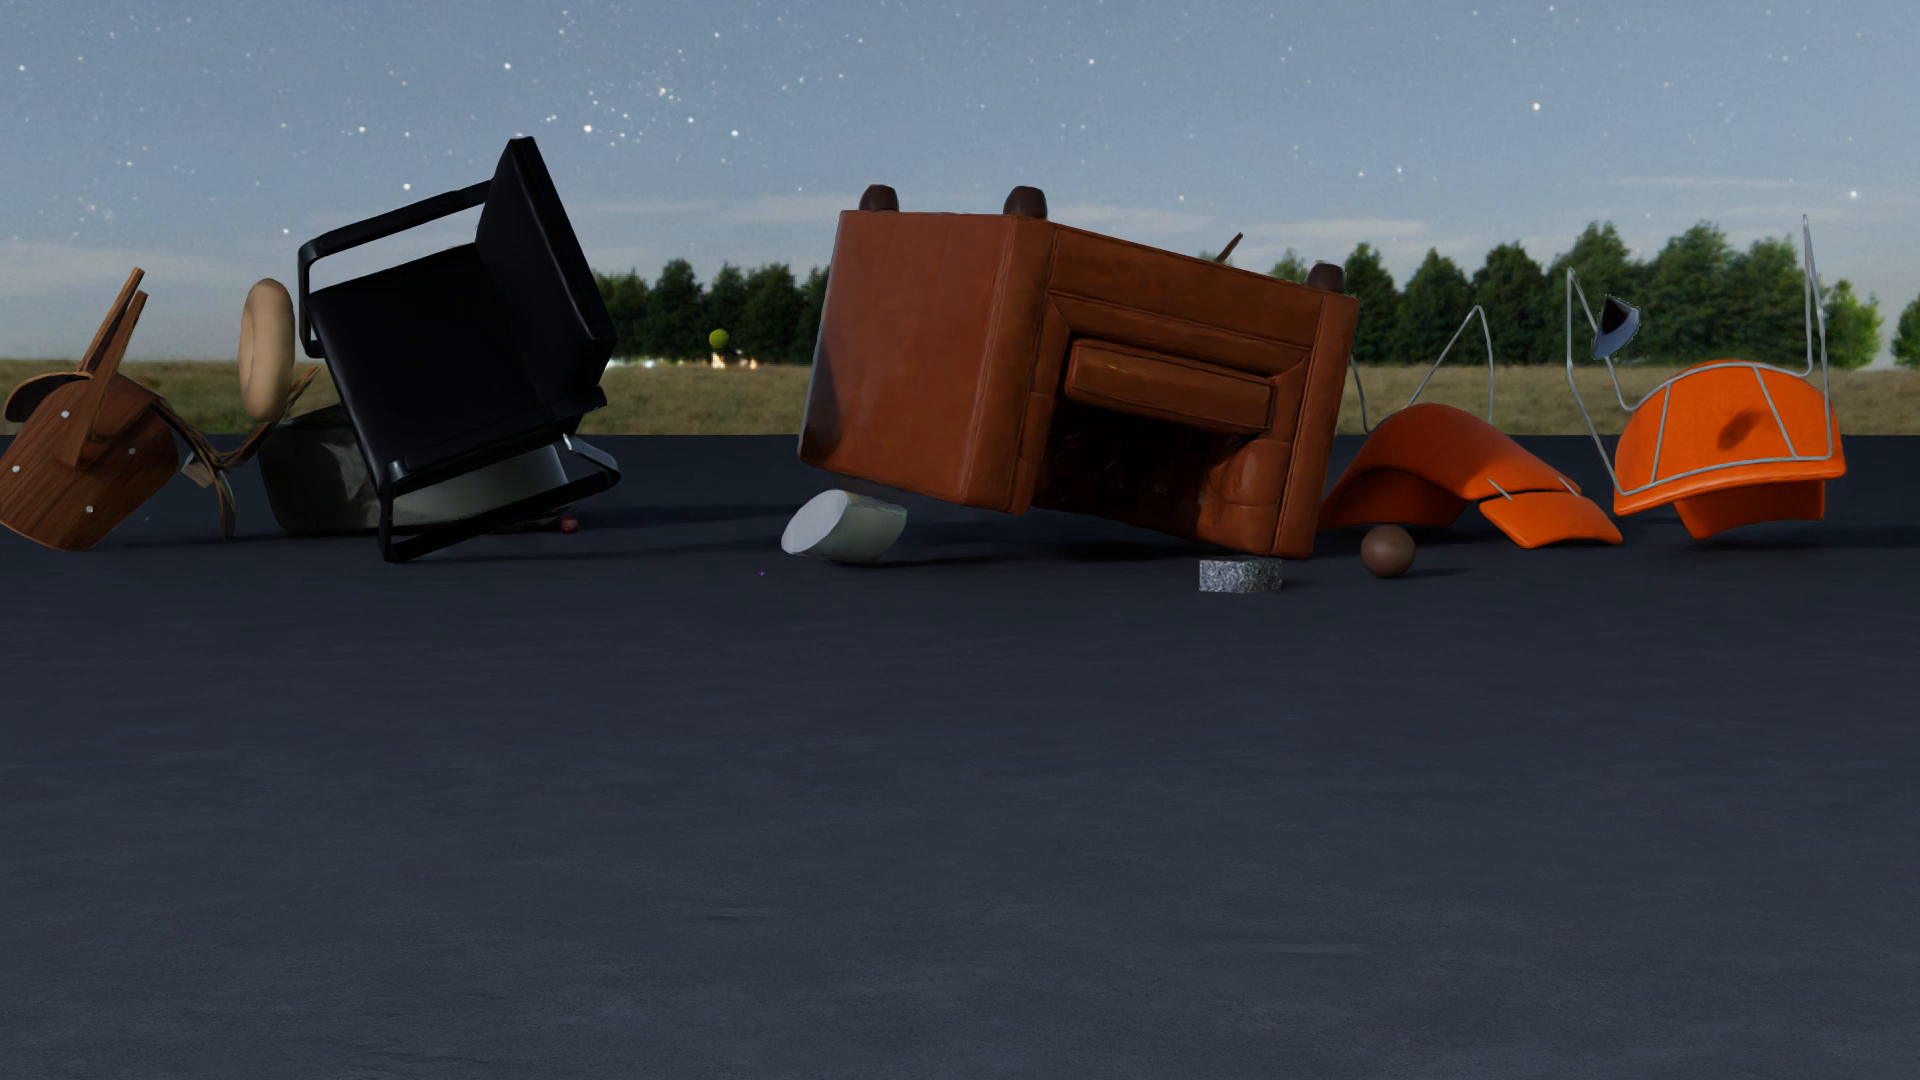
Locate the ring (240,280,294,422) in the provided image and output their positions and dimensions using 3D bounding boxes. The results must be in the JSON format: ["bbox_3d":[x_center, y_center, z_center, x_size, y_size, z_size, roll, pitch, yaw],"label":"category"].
[{"bbox_3d":[-2.081,-0.569,6.601,0.119,0.403,0.465,3,44,-26],"label":"ring"}]

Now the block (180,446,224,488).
[{"bbox_3d":[-2.403,-0.232,6.978,0.075,0.095,0.066,-36,30,28],"label":"block"}]

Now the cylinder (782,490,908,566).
[{"bbox_3d":[-0.286,-0.028,5.451,0.239,0.112,0.220,-37,-31,30],"label":"cylinder"}]

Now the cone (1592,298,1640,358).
[{"bbox_3d":[1.509,-0.521,5.091,0.071,0.156,0.147,35,-12,37],"label":"cone"}]

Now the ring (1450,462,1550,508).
[{"bbox_3d":[2.073,-0.213,8.461,0.279,0.116,0.448,-9,18,-33],"label":"ring"}]

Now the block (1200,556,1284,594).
[{"bbox_3d":[0.631,0.077,4.930,0.119,0.069,0.160,3,5,40],"label":"block"}]
